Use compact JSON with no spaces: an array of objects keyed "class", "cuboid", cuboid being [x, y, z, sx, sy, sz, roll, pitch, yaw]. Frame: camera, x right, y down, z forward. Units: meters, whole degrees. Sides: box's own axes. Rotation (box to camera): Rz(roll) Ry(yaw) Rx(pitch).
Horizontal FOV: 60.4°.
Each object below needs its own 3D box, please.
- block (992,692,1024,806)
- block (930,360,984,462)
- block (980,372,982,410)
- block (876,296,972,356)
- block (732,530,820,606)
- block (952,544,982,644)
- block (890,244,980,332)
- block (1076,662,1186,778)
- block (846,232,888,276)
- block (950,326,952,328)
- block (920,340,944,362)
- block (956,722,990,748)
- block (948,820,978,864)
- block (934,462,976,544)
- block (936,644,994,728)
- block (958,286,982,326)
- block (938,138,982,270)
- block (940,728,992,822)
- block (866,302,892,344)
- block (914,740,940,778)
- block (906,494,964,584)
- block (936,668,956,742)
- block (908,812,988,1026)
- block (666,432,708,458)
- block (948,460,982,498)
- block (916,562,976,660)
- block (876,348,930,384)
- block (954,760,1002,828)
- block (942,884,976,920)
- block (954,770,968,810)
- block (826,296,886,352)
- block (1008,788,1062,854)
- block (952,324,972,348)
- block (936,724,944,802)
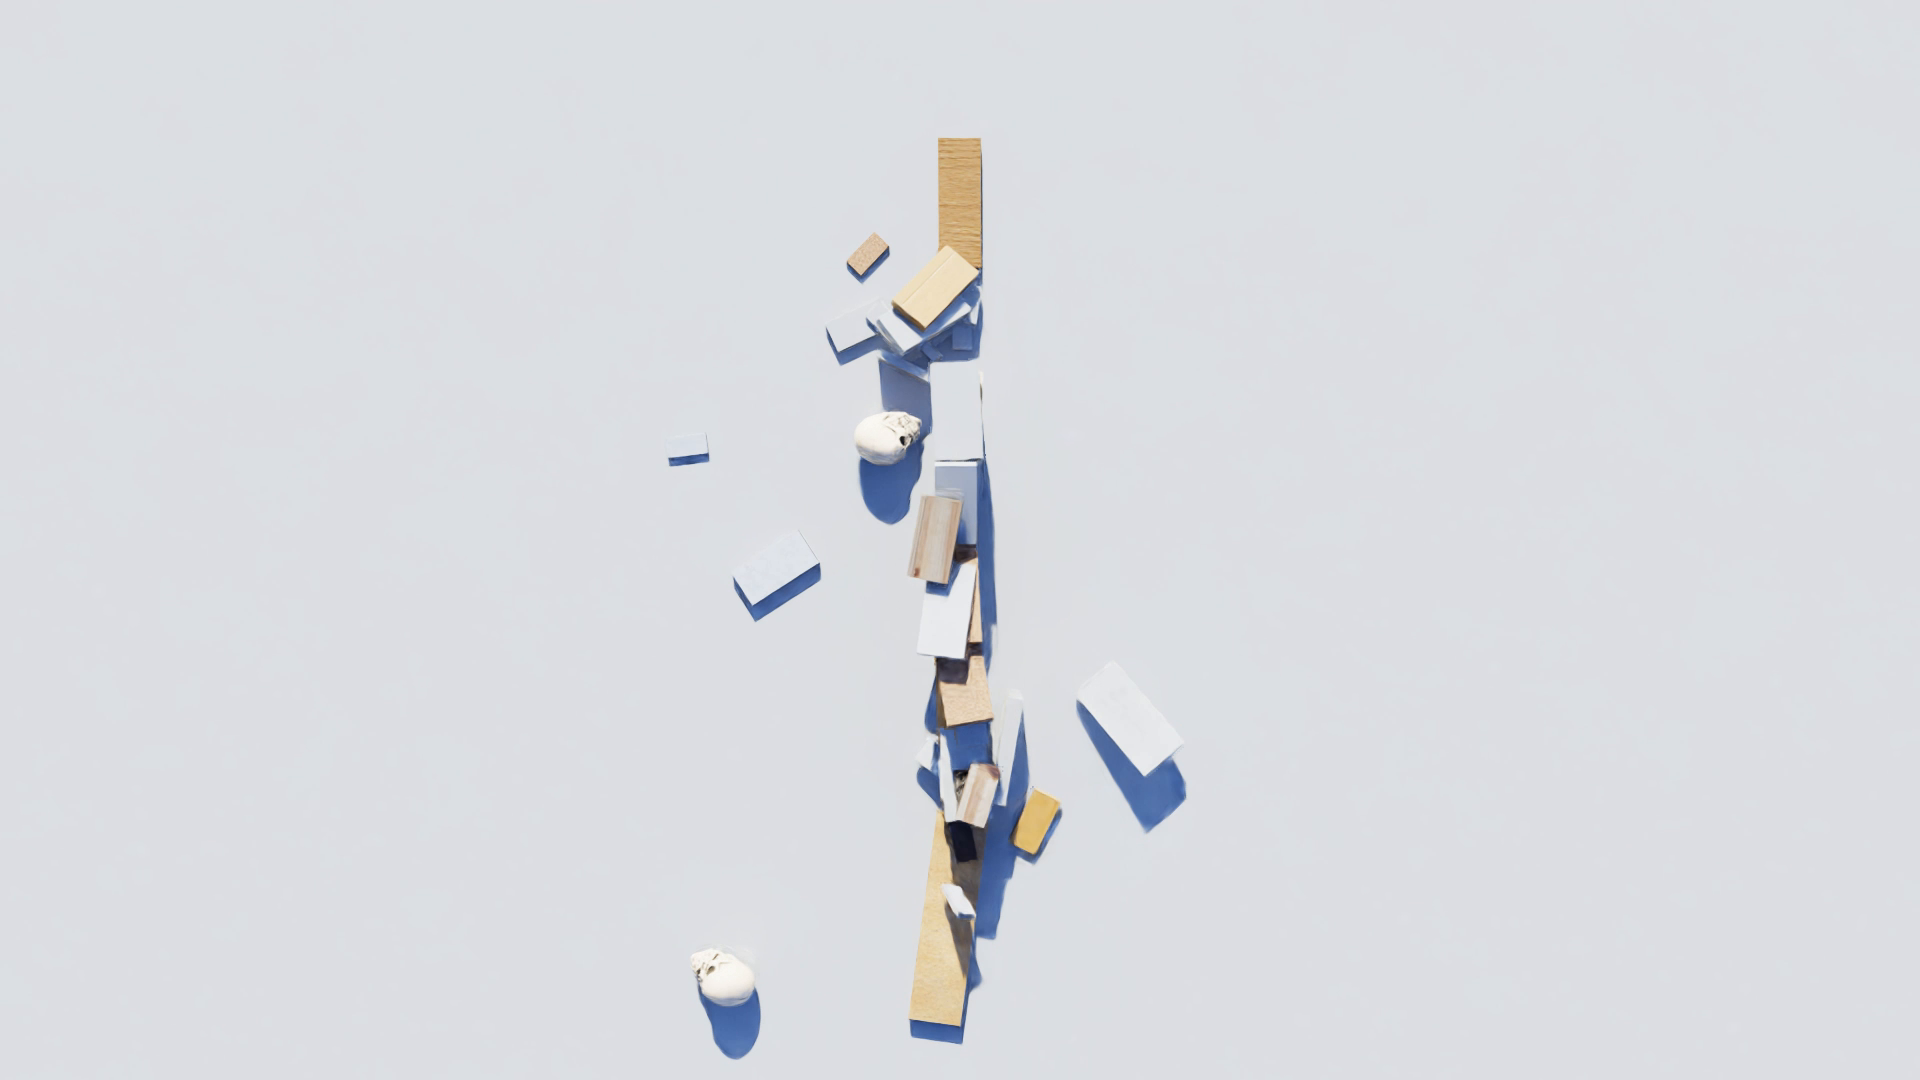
[{"class":"block","cuboid":[0.152,0.683,5.413,0.049,0.173,0.346,10,90,0]},{"class":"block","cuboid":[-0.011,-0.405,5.188,0.153,0.043,0.307,-3,89,0]},{"class":"block","cuboid":[-0.005,-0.440,5.355,0.153,0.307,0.043,0,61,0]},{"class":"block","cuboid":[-0.117,-0.729,5.381,0.284,0.040,0.142,-34,81,-21]},{"class":"block","cuboid":[-0.613,0.091,5.481,0.262,0.037,0.131,-33,90,0]},{"class":"block","cuboid":[-0.014,0.147,5.259,0.149,0.042,0.372,-3,79,2]},{"class":"block","cuboid":[-0.081,-0.820,5.378,0.142,0.040,0.283,41,67,3]},{"class":"block","cuboid":[0.561,0.590,5.433,0.173,0.049,0.347,-40,76,0]},{"class":"block","cuboid":[-0.307,-0.953,5.490,0.068,0.019,0.136,44,90,0]},{"class":"block","cuboid":[0.002,-0.773,5.491,0.065,0.018,0.130,3,90,0]},{"class":"block","cuboid":[-0.141,-0.675,5.446,0.030,0.105,0.210,-42,90,8]},{"class":"block","cuboid":[0.021,0.522,5.290,0.098,0.028,0.278,-10,92,0]},{"class":"block","cuboid":[0.010,0.990,5.441,0.069,0.020,0.139,-12,90,0]},{"class":"block","cuboid":[-0.013,-0.114,5.193,0.131,0.037,0.262,0,110,-1]},{"class":"block","cuboid":[0.009,0.435,5.235,0.149,0.042,0.299,-10,74,0]},{"class":"block","cuboid":[0.031,-0.777,5.456,0.065,0.018,0.130,7,80,1]},{"class":"block","cuboid":[-0.001,-1.116,5.480,0.142,0.040,0.431,0,90,0]},{"class":"block","cuboid":[0.017,0.754,5.330,0.149,0.042,0.297,-4,82,-2]},{"class":"block","cuboid":[-0.242,-0.714,5.461,0.068,0.019,0.136,-42,90,0]},{"class":"block","cuboid":[-0.059,0.740,5.442,0.167,0.024,0.084,37,83,13]},{"class":"block","cuboid":[-0.078,-0.004,5.164,0.131,0.037,0.262,11,99,5]},{"class":"block","cuboid":[-0.004,0.513,5.433,0.149,0.042,0.297,-2,72,-1]},{"class":"block","cuboid":[-0.038,1.255,5.475,0.173,0.049,0.686,8,90,0]},{"class":"block","cuboid":[-0.909,-0.314,5.490,0.136,0.019,0.068,-7,90,0]},{"class":"block","cuboid":[-0.005,-0.232,5.354,0.153,0.307,0.043,0,63,0]},{"class":"block","cuboid":[-0.041,0.221,5.202,0.149,0.042,0.299,7,79,4]},{"class":"block","cuboid":[-0.173,-0.568,5.448,0.210,0.105,0.030,26,90,0]},{"class":"block","cuboid":[0.057,0.810,5.265,0.098,0.028,0.195,18,78,-3]},{"class":"block","cuboid":[-0.005,1.177,5.373,0.069,0.139,0.020,18,112,-34]},{"class":"block","cuboid":[0.020,0.808,5.289,0.069,0.020,0.139,-2,81,-2]},{"class":"block","cuboid":[-0.331,-0.716,5.485,0.210,0.030,0.105,-25,90,0]},{"class":"block","cuboid":[0.248,0.935,5.482,0.098,0.028,0.195,27,92,0]},{"class":"block","cuboid":[0.007,-0.700,5.472,0.065,0.018,0.130,0,90,0]},{"class":"block","cuboid":[0.004,0.704,5.413,0.148,0.042,0.297,-3,69,-2]}]
